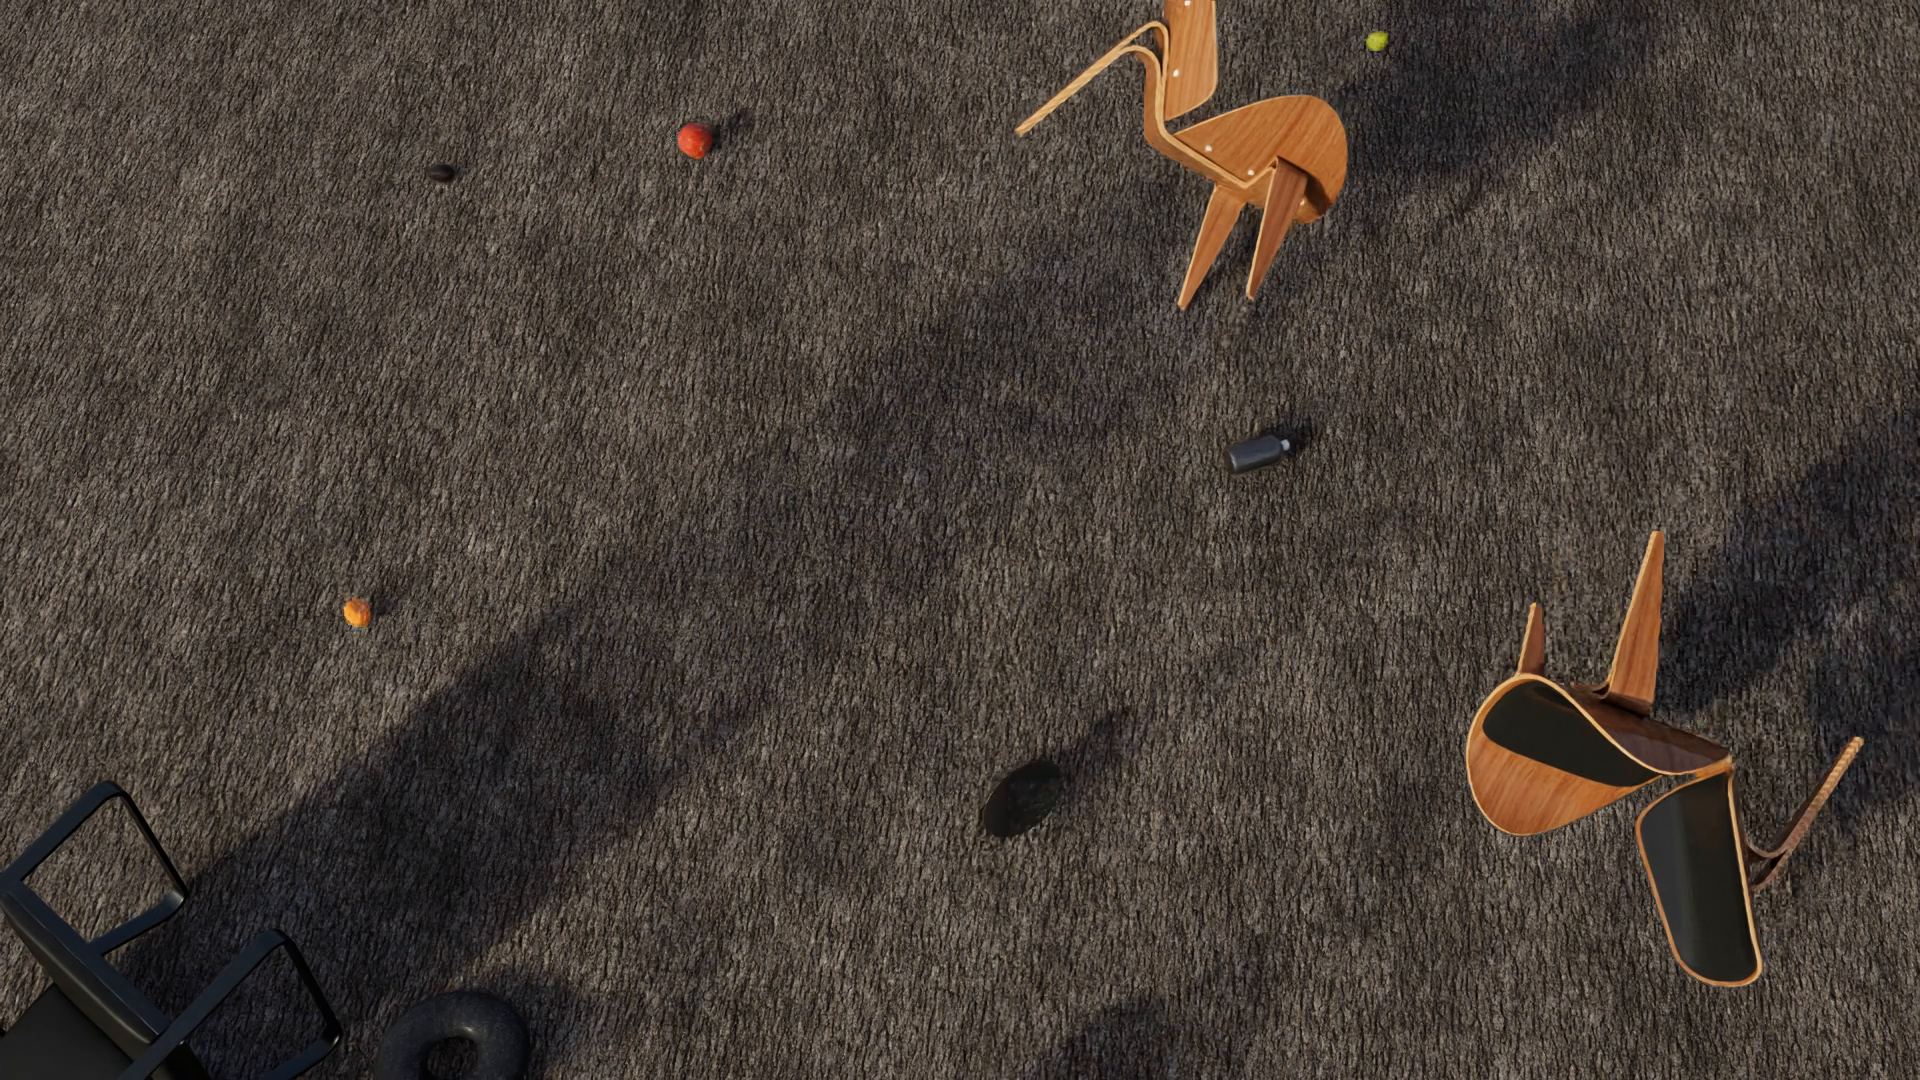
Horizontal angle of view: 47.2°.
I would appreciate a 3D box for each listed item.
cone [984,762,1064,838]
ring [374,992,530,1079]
[{"bbox_3d":[0.134,0.680,6.066,0.262,0.197,0.172,-38,33,-11],"label":"cone"},{"bbox_3d":[-1.299,1.326,5.632,0.402,0.082,0.358,-13,55,-6],"label":"ring"}]
